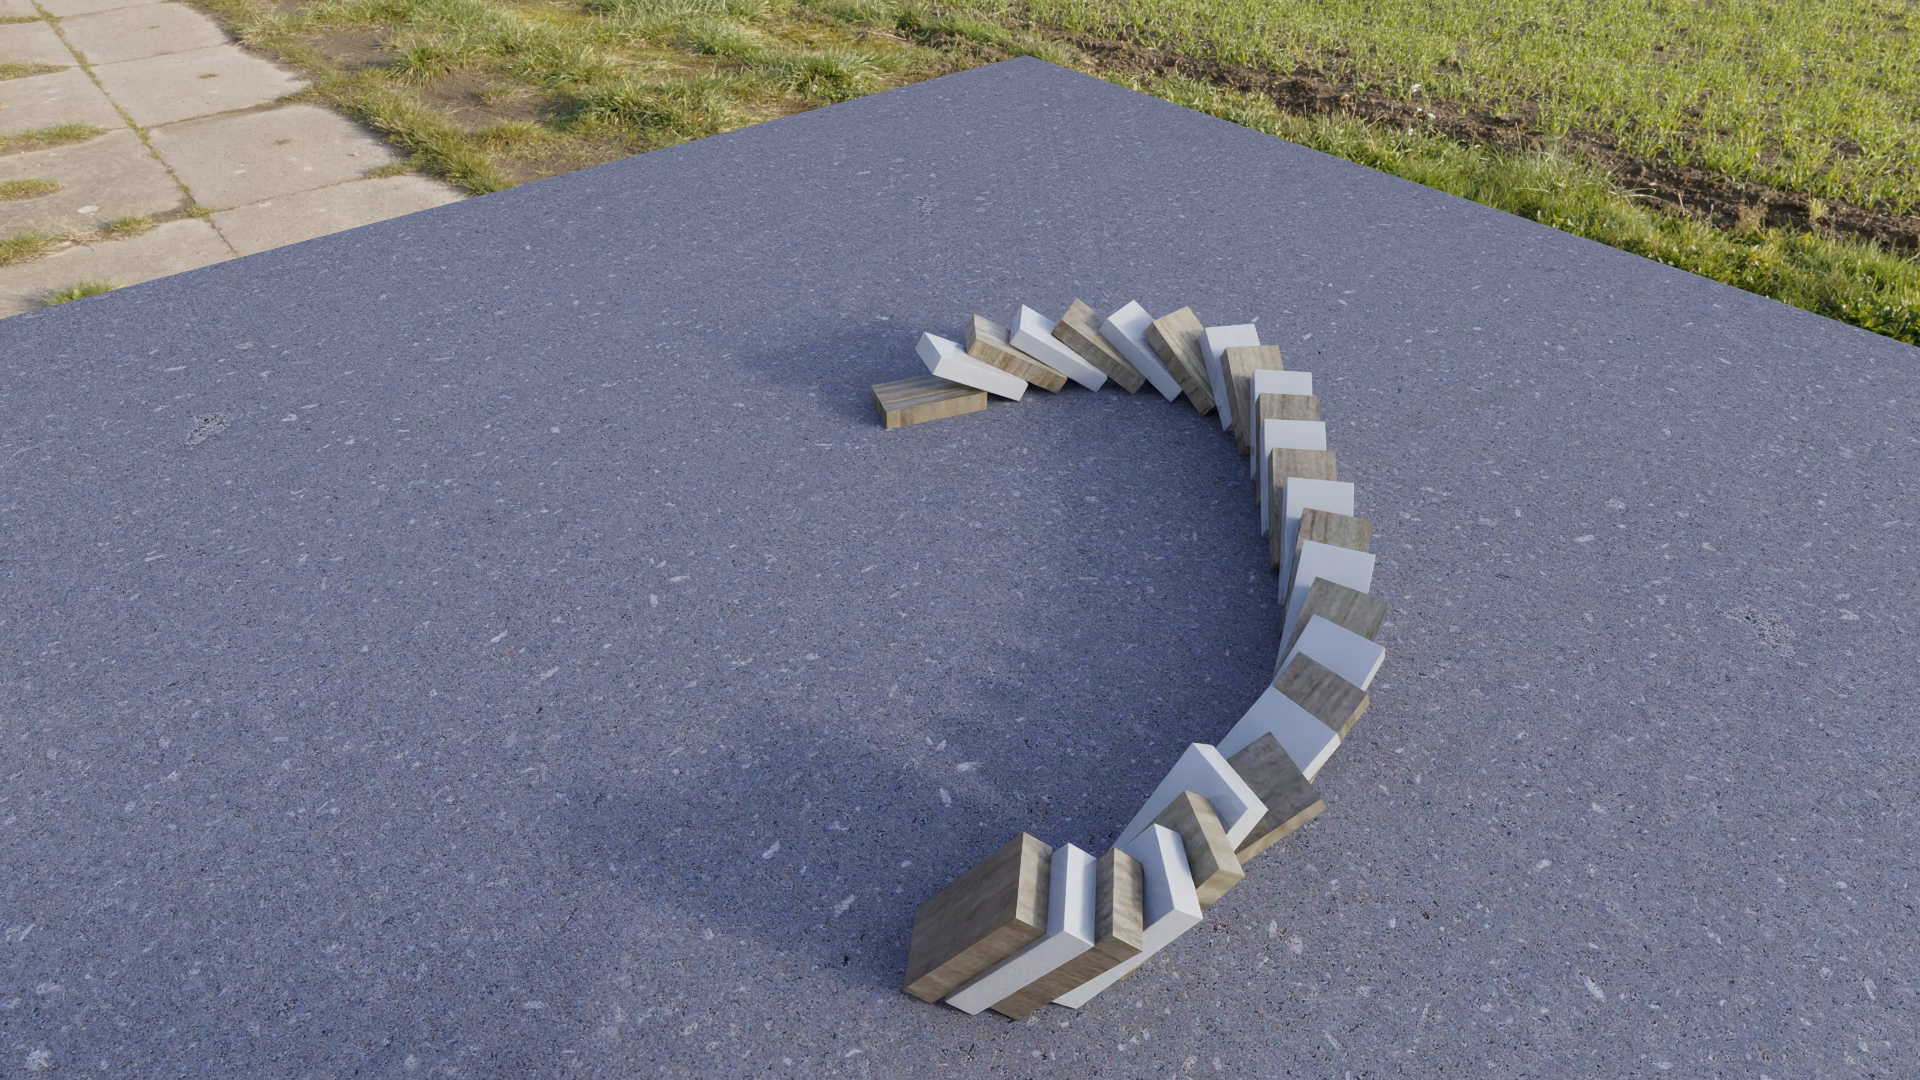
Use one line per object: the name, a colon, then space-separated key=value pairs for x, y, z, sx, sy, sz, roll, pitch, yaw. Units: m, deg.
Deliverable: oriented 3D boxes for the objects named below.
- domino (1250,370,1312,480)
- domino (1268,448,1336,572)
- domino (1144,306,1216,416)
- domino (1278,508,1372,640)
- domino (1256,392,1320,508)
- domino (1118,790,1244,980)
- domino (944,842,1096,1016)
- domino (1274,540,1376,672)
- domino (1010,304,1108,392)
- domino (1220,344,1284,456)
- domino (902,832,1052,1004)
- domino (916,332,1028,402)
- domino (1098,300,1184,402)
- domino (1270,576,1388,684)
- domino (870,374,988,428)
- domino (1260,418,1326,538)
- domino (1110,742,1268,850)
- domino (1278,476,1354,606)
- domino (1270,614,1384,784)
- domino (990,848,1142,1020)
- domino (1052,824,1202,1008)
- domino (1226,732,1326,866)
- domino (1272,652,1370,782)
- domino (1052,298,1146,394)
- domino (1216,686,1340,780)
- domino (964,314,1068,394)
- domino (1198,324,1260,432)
domino: x=0.142 y=-0.050 z=0.486 sx=0.025 sy=0.010 sz=0.050 roll=4 pitch=70 yaw=4
domino: x=0.137 y=-0.012 z=0.440 sx=0.025 sy=0.009 sz=0.050 roll=4 pitch=68 yaw=4
domino: x=0.113 y=-0.086 z=0.528 sx=0.025 sy=0.009 sz=0.050 roll=-28 pitch=80 yaw=-30
domino: x=0.135 y=0.015 z=0.407 sx=0.025 sy=0.010 sz=0.050 roll=12 pitch=70 yaw=14
domino: x=0.140 y=-0.038 z=0.471 sx=0.025 sy=0.010 sz=0.050 roll=4 pitch=70 yaw=4
domino: x=0.053 y=0.094 z=0.299 sx=0.009 sy=0.050 sz=0.025 roll=23 pitch=30 yaw=-29
domino: x=0.016 y=0.103 z=0.289 sx=0.009 sy=0.050 sz=0.025 roll=32 pitch=37 yaw=-17
domino: x=0.130 y=0.027 z=0.392 sx=0.025 sy=0.009 sz=0.050 roll=13 pitch=71 yaw=16
domino: x=0.049 y=-0.094 z=0.540 sx=0.050 sy=0.010 sz=0.025 roll=27 pitch=37 yaw=-14
domino: x=0.136 y=-0.064 z=0.502 sx=0.025 sy=0.009 sz=0.050 roll=-4 pitch=70 yaw=-6
domino: x=0.004 y=0.101 z=0.292 sx=0.009 sy=0.050 sz=0.025 roll=32 pitch=37 yaw=-17
domino: x=0.006 y=-0.083 z=0.526 sx=0.050 sy=0.009 sz=0.025 roll=12 pitch=30 yaw=-32
domino: x=0.094 y=-0.093 z=0.538 sx=0.050 sy=0.009 sz=0.025 roll=46 pitch=51 yaw=6
domino: x=0.125 y=0.040 z=0.376 sx=0.025 sy=0.010 sz=0.050 roll=21 pitch=74 yaw=24
domino: x=-0.015 y=-0.068 z=0.527 sx=0.050 sy=0.010 sz=0.025 roll=-13 pitch=41 yaw=-16
domino: x=0.138 y=-0.025 z=0.456 sx=0.025 sy=0.010 sz=0.050 roll=3 pitch=69 yaw=4
domino: x=0.062 y=0.085 z=0.311 sx=0.010 sy=0.050 sz=0.025 roll=15 pitch=26 yaw=-40
domino: x=0.137 y=0.001 z=0.424 sx=0.025 sy=0.009 sz=0.050 roll=6 pitch=68 yaw=8
domino: x=0.116 y=0.052 z=0.361 sx=0.025 sy=0.010 sz=0.050 roll=28 pitch=77 yaw=30
domino: x=0.027 y=0.104 z=0.288 sx=0.009 sy=0.050 sz=0.025 roll=32 pitch=37 yaw=-17
domino: x=0.041 y=0.100 z=0.292 sx=0.009 sy=0.050 sz=0.025 roll=27 pitch=32 yaw=-24
domino: x=0.079 y=0.081 z=0.324 sx=0.050 sy=0.010 sz=0.025 roll=-35 pitch=50 yaw=3
domino: x=0.104 y=0.063 z=0.348 sx=0.025 sy=0.010 sz=0.050 roll=35 pitch=80 yaw=34
domino: x=0.071 y=-0.096 z=0.541 sx=0.050 sy=0.010 sz=0.025 roll=36 pitch=43 yaw=-4
domino: x=0.090 y=0.072 z=0.337 sx=0.050 sy=0.009 sz=0.025 roll=-47 pitch=53 yaw=-6
domino: x=0.027 y=-0.091 z=0.537 sx=0.050 sy=0.009 sz=0.025 roll=21 pitch=35 yaw=-18
domino: x=0.131 y=-0.077 z=0.517 sx=0.025 sy=0.010 sz=0.050 roll=-7 pitch=71 yaw=-11
